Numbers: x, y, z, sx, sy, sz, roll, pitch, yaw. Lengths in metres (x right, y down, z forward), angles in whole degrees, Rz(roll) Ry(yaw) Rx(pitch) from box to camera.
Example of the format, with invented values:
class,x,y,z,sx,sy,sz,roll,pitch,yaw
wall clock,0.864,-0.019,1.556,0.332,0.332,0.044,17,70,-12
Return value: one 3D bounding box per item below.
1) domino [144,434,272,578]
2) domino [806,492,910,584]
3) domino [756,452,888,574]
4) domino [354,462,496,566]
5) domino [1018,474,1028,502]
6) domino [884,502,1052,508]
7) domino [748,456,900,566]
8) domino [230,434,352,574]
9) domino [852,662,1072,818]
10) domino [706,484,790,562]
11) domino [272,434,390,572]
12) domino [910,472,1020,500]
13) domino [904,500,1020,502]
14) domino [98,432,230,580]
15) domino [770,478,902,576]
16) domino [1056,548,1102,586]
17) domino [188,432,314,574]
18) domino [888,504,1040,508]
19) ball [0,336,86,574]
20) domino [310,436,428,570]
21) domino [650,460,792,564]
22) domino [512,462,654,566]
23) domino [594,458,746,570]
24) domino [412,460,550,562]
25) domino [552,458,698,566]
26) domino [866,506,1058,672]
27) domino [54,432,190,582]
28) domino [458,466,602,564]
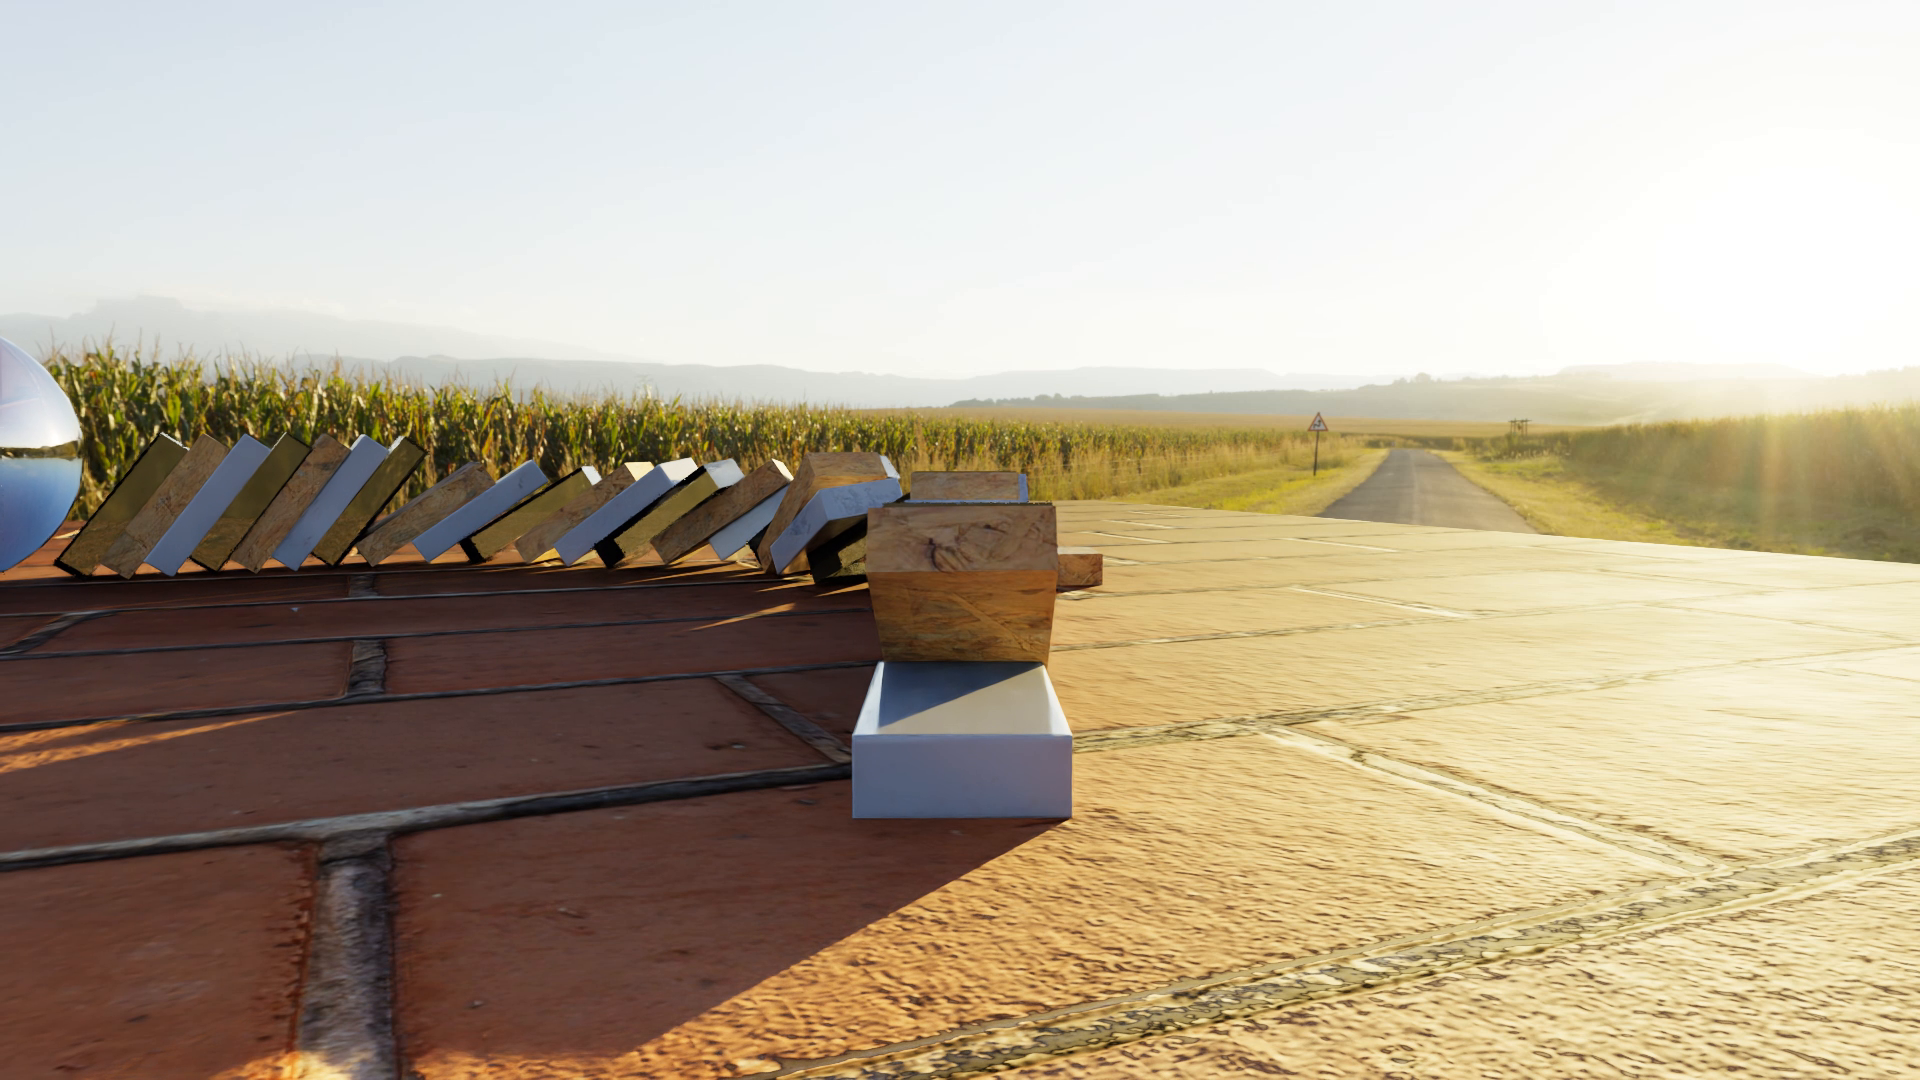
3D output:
class,x,y,z,sx,sy,sz,roll,pitch,yaw
domino,-0.247,-0.012,0.422,0.009,0.050,0.025,38,-14,-26
domino,-0.020,-0.001,0.383,0.025,0.010,0.050,-4,-18,-46
domino,-0.045,-0.008,0.413,0.025,0.010,0.050,-3,-36,-33
domino,-0.192,-0.010,0.460,0.050,0.009,0.025,-39,20,-21
domino,0.003,-0.001,0.355,0.025,0.010,0.050,-1,-28,-7
domino,0.001,0.010,0.210,0.025,0.010,0.050,0,-27,0
domino,-0.046,-0.010,0.437,0.050,0.009,0.025,-39,-16,20
domino,-0.227,-0.013,0.434,0.009,0.050,0.025,38,-14,-26
domino,0.000,0.025,0.171,0.025,0.010,0.050,0,4,0
domino,-0.063,-0.010,0.450,0.050,0.010,0.025,-34,-2,1
domino,-0.217,-0.013,0.441,0.010,0.050,0.025,39,-14,-25
domino,0.001,0.001,0.317,0.025,0.009,0.050,0,-29,0
domino,0.000,0.005,0.298,0.025,0.009,0.050,0,-22,0
domino,-0.257,-0.012,0.417,0.010,0.050,0.025,38,-15,-26
domino,-0.038,-0.004,0.391,0.025,0.009,0.050,-11,-15,-29
domino,0.017,0.008,0.397,0.050,0.009,0.025,0,4,-4
domino,-0.237,-0.013,0.428,0.009,0.050,0.025,38,-15,-26
domino,0.000,0.009,0.231,0.025,0.009,0.050,0,-25,-1
ball,-0.298,-0.025,0.366,0.080,0.080,0.080,0,4,0
domino,-0.207,-0.014,0.450,0.009,0.050,0.025,40,-15,-25
domino,-0.081,-0.010,0.446,0.050,0.010,0.025,-34,0,0
domino,-0.132,-0.010,0.459,0.050,0.010,0.025,-34,0,8
domino,-0.099,-0.009,0.440,0.050,0.010,0.025,-34,0,15
domino,-0.175,-0.011,0.467,0.050,0.010,0.025,-38,16,-18
domino,-0.115,-0.010,0.447,0.050,0.010,0.025,-34,0,16
domino,0.001,0.011,0.191,0.025,0.010,0.050,-1,-27,1
domino,-0.268,-0.011,0.412,0.010,0.050,0.025,38,-14,-26
domino,-0.154,-0.009,0.464,0.050,0.009,0.025,-32,7,-3
